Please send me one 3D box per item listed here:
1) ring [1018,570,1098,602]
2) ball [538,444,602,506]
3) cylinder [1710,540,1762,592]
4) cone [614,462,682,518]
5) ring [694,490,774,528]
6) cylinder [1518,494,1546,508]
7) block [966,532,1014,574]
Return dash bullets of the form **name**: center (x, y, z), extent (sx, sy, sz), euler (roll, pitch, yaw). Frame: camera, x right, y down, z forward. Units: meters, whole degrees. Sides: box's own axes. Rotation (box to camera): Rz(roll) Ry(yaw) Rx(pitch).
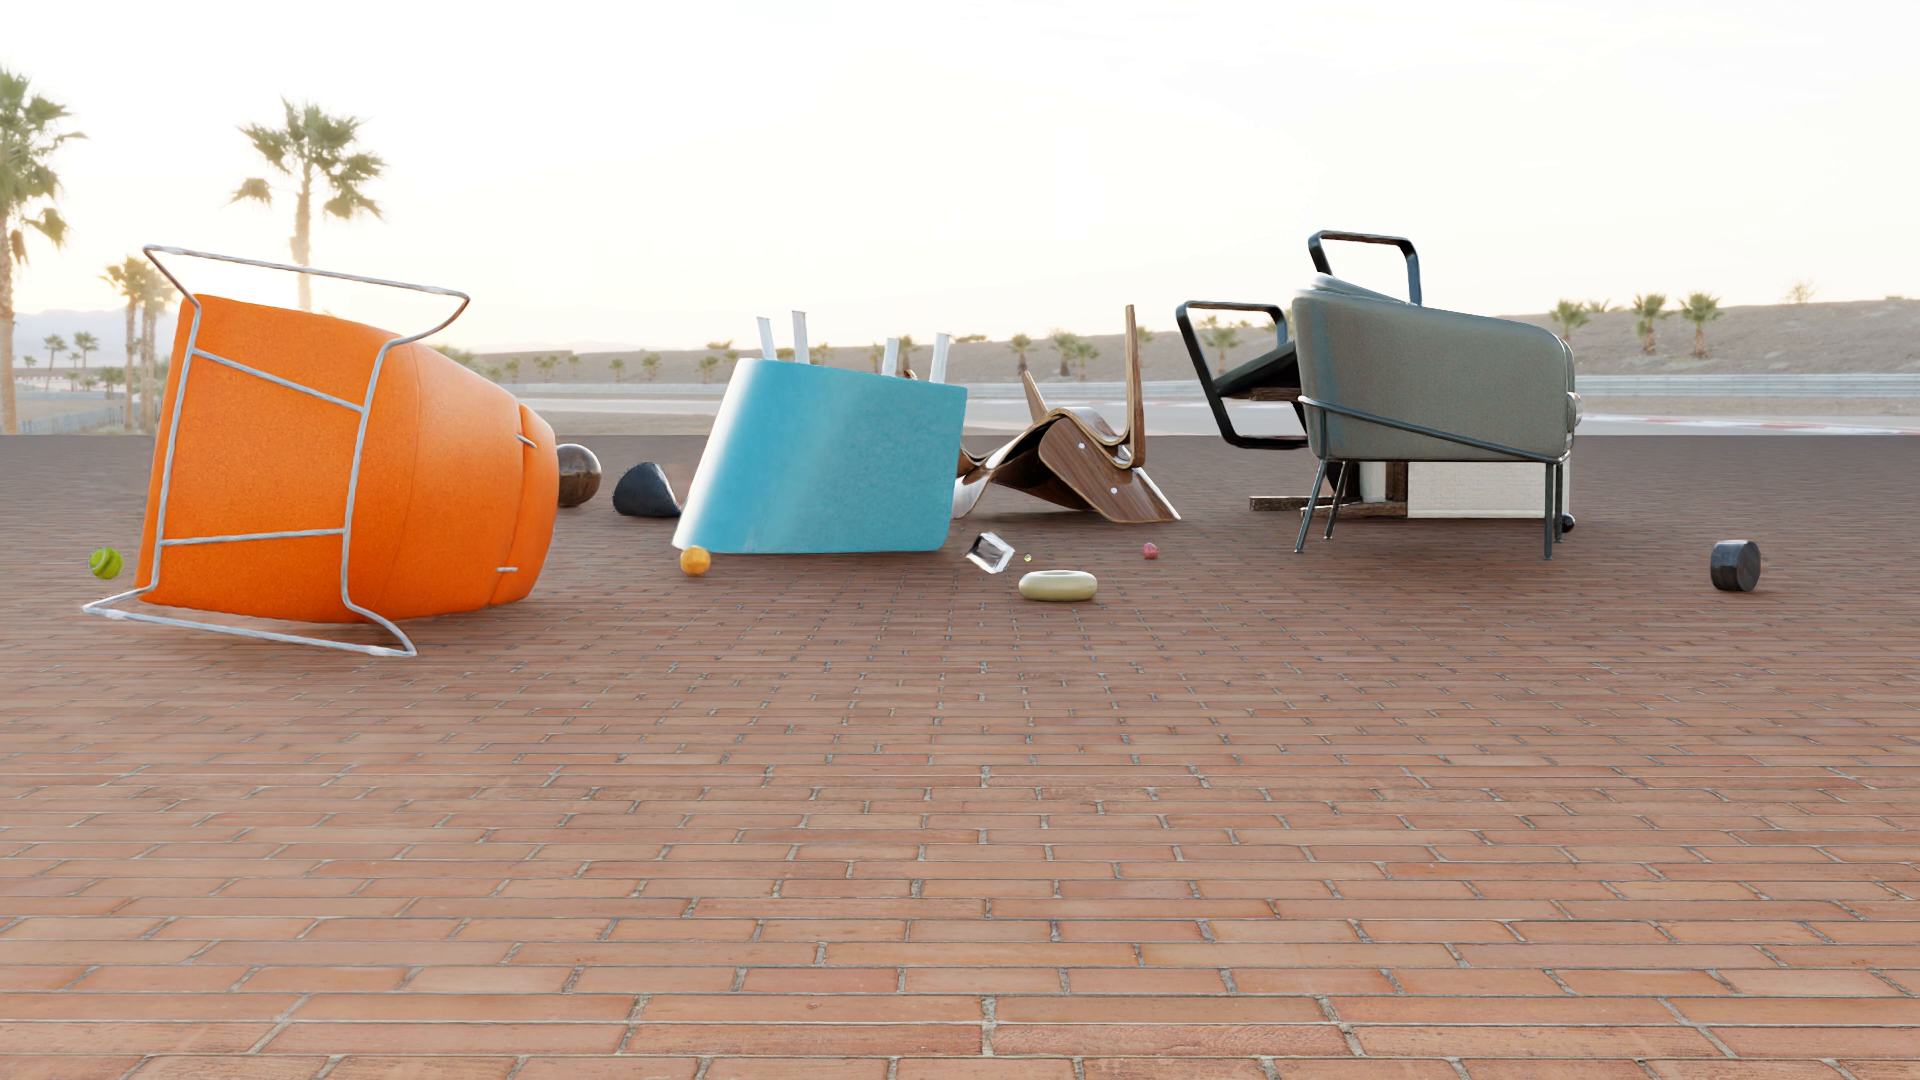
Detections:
- **ring**: center (0.210, 0.099, 4.700), extent (0.176, 0.057, 0.156), euler (2, 5, 37)
- **ball**: center (-1.492, -0.248, 8.413), extent (0.240, 0.240, 0.240), euler (0, 4, 0)
- **cylinder**: center (1.728, 0.057, 4.899), extent (0.063, 0.113, 0.111), euler (4, -30, 47)
- **cone**: center (-1.047, -0.128, 7.705), extent (0.231, 0.211, 0.242), euler (31, 23, 30)
- **ring**: center (-0.733, -0.100, 7.170), extent (0.211, 0.116, 0.343), euler (4, 5, 28)
- **cylinder**: center (2.160, -0.145, 8.300), extent (0.087, 0.049, 0.057), euler (0, 25, -2)
- **block**: center (0.075, 0.032, 5.379), extent (0.077, 0.064, 0.072), euler (37, 17, 16)
